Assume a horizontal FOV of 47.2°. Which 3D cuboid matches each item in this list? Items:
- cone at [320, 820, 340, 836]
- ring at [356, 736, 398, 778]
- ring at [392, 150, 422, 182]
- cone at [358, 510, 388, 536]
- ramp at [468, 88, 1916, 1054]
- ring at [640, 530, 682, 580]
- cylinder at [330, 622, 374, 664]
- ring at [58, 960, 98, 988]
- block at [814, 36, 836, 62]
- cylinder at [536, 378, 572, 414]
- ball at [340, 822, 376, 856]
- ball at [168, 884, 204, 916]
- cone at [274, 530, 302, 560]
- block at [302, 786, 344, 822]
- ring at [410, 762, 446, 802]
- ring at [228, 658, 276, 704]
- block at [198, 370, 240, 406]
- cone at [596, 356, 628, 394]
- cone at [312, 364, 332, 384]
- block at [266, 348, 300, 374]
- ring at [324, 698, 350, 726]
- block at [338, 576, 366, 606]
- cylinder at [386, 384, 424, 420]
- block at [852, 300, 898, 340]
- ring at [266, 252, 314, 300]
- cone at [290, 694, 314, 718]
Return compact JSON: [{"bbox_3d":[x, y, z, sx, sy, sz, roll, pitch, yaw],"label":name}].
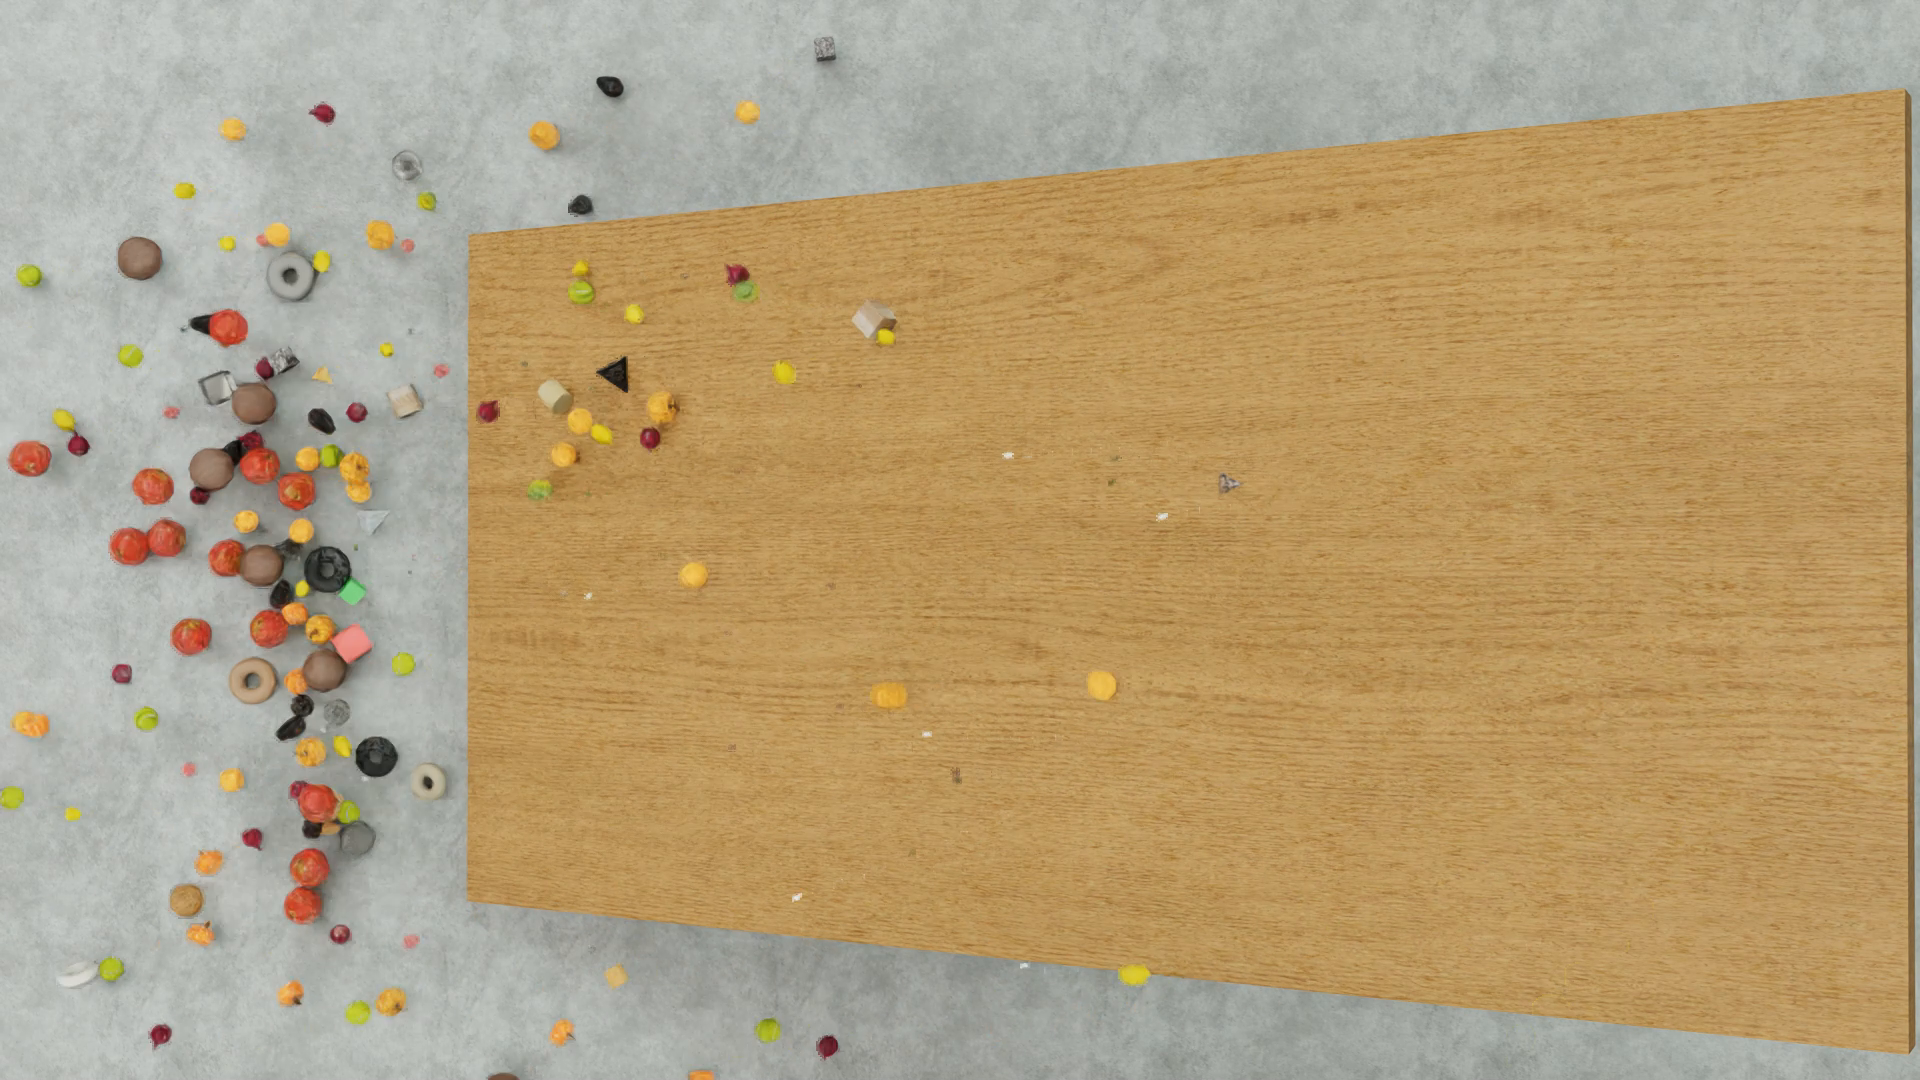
[{"bbox_3d":[-1.909,0.854,6.640,0.056,0.056,0.056,-26,62,0],"label":"cone"},{"bbox_3d":[-1.768,0.656,6.657,0.127,0.042,0.127,0,93,-1],"label":"ring"},{"bbox_3d":[-1.681,-1.136,6.680,0.094,0.031,0.094,0,88,0],"label":"ring"},{"bbox_3d":[-1.768,-0.070,6.666,0.085,0.085,0.085,-27,89,-26],"label":"cone"},{"bbox_3d":[0.267,0.073,5.617,4.000,0.100,2.000,0,89,31],"label":"ramp"},{"bbox_3d":[-0.833,0.041,6.205,0.143,0.048,0.143,0,83,-3],"label":"ring"},{"bbox_3d":[-1.832,0.311,6.623,0.093,0.093,0.093,-36,90,-15],"label":"cylinder"},{"bbox_3d":[-2.645,1.302,6.599,0.118,0.118,0.039,-12,107,0],"label":"ring"},{"bbox_3d":[-0.410,-1.489,6.669,0.058,0.058,0.058,-7,89,0],"label":"block"},{"bbox_3d":[-1.176,-0.415,6.380,0.074,0.074,0.074,-47,66,0],"label":"cylinder"},{"bbox_3d":[-1.813,0.901,6.622,0.100,0.100,0.100,0,89,0],"label":"ball"},{"bbox_3d":[-2.331,1.086,6.625,0.098,0.098,0.098,0,89,0],"label":"ball"},{"bbox_3d":[-2.017,0.002,6.665,0.088,0.088,0.088,24,63,0],"label":"cone"},{"bbox_3d":[-1.913,0.795,6.605,0.076,0.076,0.076,38,51,-37],"label":"block"},{"bbox_3d":[-1.607,0.732,6.648,0.120,0.040,0.120,2,98,18],"label":"ring"},{"bbox_3d":[-2.141,0.427,6.657,0.144,0.048,0.144,0,89,-1],"label":"ring"},{"bbox_3d":[-2.239,-0.458,6.648,0.081,0.081,0.081,-22,89,0],"label":"block"},{"bbox_3d":[-0.973,-0.459,6.277,0.098,0.098,0.098,-28,104,0],"label":"cone"},{"bbox_3d":[-1.925,-0.492,6.676,0.056,0.056,0.056,-44,116,0],"label":"cone"},{"bbox_3d":[-2.047,-0.542,6.652,0.056,0.056,0.056,-29,94,21],"label":"block"},{"bbox_3d":[-1.888,0.522,6.665,0.082,0.027,0.082,0,89,3],"label":"ring"},{"bbox_3d":[-1.835,0.155,6.645,0.056,0.056,0.056,39,93,-18],"label":"block"},{"bbox_3d":[-1.677,-0.418,6.642,0.084,0.084,0.084,-23,93,0],"label":"cylinder"},{"bbox_3d":[-0.225,-0.581,5.815,0.074,0.074,0.074,49,112,22],"label":"block"},{"bbox_3d":[-2.030,-0.799,6.668,0.146,0.049,0.146,0,90,1],"label":"ring"},{"bbox_3d":[-1.998,0.504,6.645,0.070,0.070,0.070,0,89,0],"label":"cone"}]
